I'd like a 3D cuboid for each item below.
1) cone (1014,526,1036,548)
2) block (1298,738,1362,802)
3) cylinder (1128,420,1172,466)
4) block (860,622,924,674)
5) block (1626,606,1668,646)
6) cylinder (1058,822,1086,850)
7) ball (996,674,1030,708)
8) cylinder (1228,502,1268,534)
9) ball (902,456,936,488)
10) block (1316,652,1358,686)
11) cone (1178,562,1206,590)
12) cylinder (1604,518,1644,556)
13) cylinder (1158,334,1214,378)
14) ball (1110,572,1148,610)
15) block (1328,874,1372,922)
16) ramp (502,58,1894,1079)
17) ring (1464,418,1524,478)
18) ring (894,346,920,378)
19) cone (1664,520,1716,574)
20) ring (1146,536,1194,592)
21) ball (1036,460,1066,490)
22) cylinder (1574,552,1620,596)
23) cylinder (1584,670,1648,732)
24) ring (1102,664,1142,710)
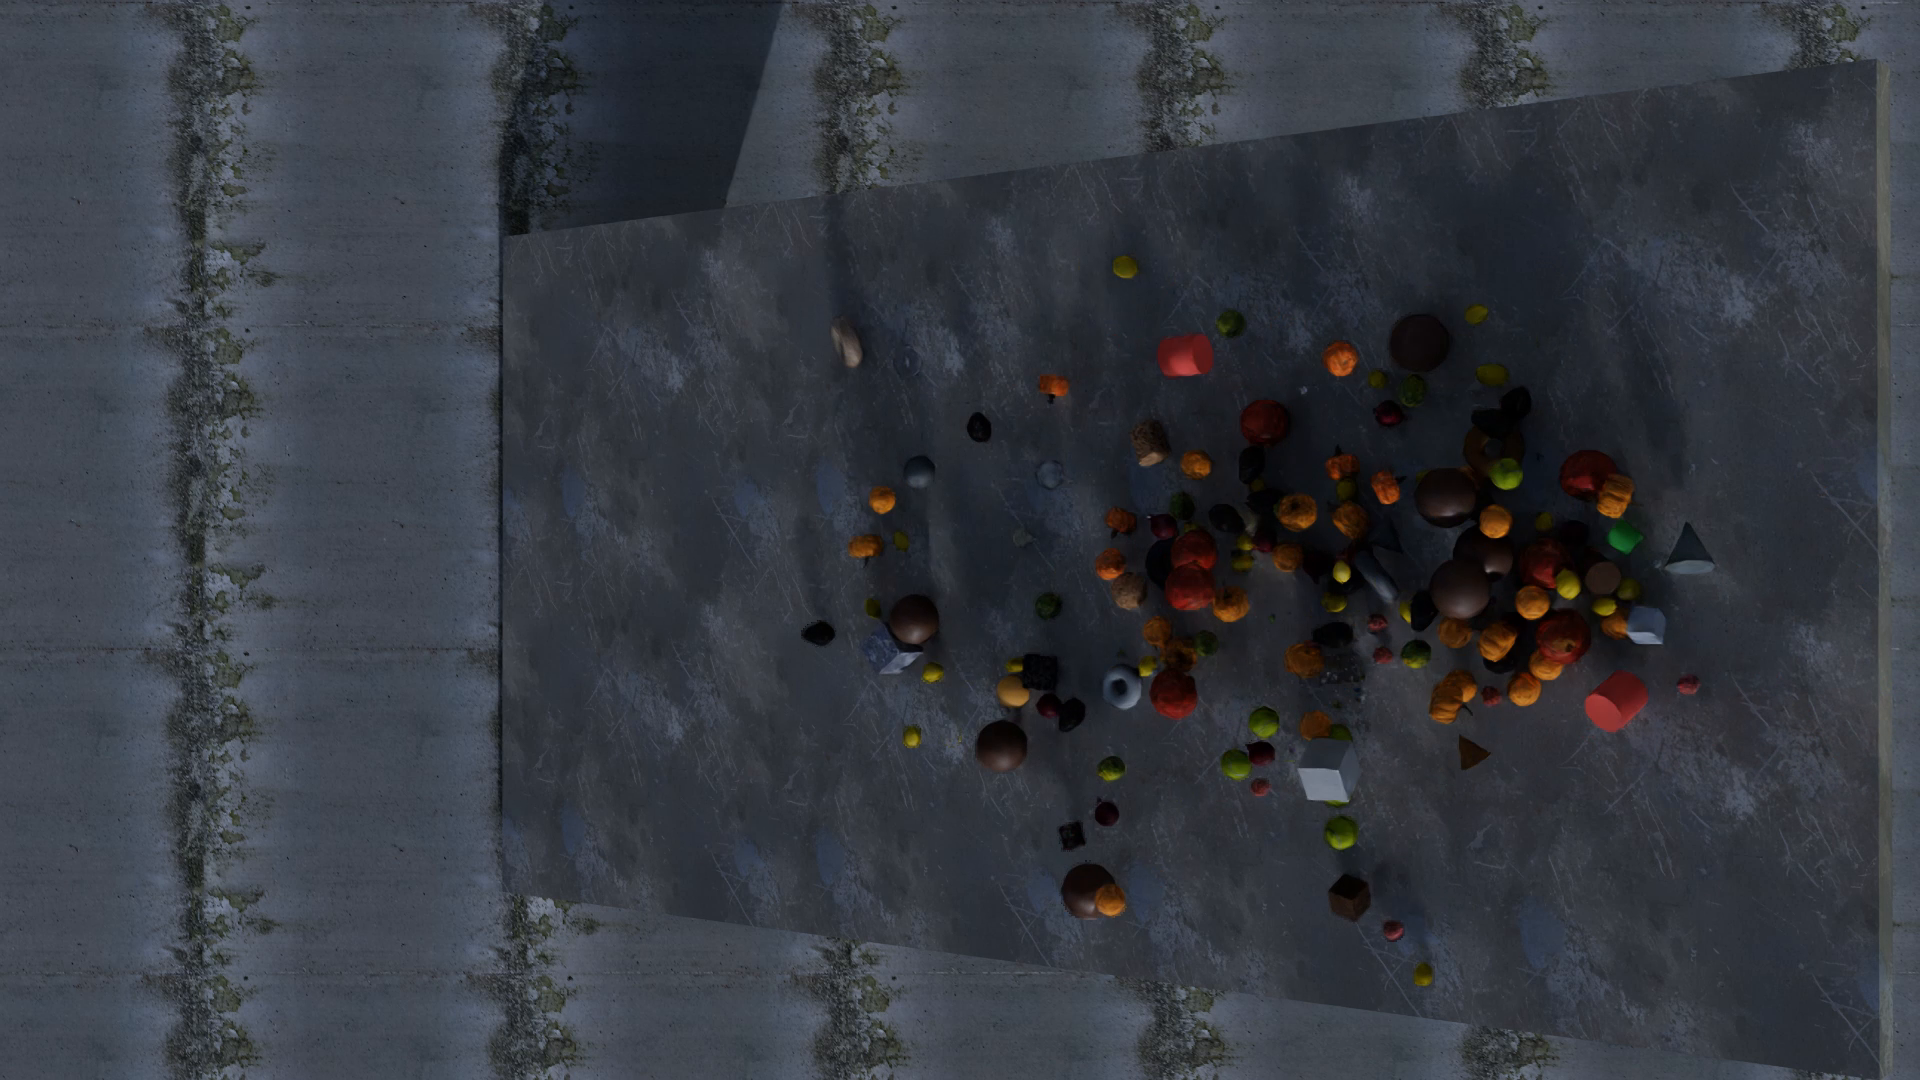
[{"bbox_3d":[0.171,-0.004,5.495,0.053,0.053,0.053,7,89,41],"label":"cone"},{"bbox_3d":[0.811,0.504,4.825,0.095,0.095,0.095,0,128,32],"label":"block"},{"bbox_3d":[0.455,-0.233,5.263,0.082,0.082,0.082,-19,71,0],"label":"cylinder"},{"bbox_3d":[-0.179,0.281,5.733,0.098,0.098,0.098,-43,65,29],"label":"block"},{"bbox_3d":[1.416,0.177,4.537,0.058,0.058,0.058,3,65,39],"label":"block"},{"bbox_3d":[0.275,0.730,5.409,0.054,0.054,0.054,-15,74,0],"label":"cylinder"},{"bbox_3d":[0.133,0.380,5.505,0.085,0.085,0.085,0,90,0],"label":"ball"},{"bbox_3d":[0.670,-0.052,5.109,0.069,0.069,0.069,-5,82,42],"label":"cylinder"},{"bbox_3d":[-0.105,-0.176,5.688,0.086,0.086,0.086,0,90,0],"label":"ball"},{"bbox_3d":[0.854,0.292,4.974,0.065,0.065,0.065,-10,84,37],"label":"block"},{"bbox_3d":[0.553,0.096,5.182,0.068,0.068,0.068,-2,105,-8],"label":"cone"},{"bbox_3d":[1.378,-0.005,4.563,0.057,0.057,0.057,40,90,18],"label":"cylinder"},{"bbox_3d":[0.516,-0.422,5.034,0.093,0.093,0.093,-4,89,37],"label":"cylinder"},{"bbox_3d":[0.403,0.122,5.246,0.088,0.088,0.088,0,90,0],"label":"ball"},{"bbox_3d":[0.876,0.802,4.935,0.064,0.064,0.064,-38,128,-32],"label":"block"},{"bbox_3d":[0.231,0.065,5.549,4.000,0.100,2.000,0,89,37],"label":"ramp"},{"bbox_3d":[1.150,-0.197,4.733,0.130,0.043,0.130,2,95,22],"label":"ring"},{"bbox_3d":[-0.138,-0.465,5.749,0.084,0.028,0.084,5,99,38],"label":"ring"},{"bbox_3d":[1.479,0.008,4.465,0.100,0.100,0.100,2,73,0],"label":"cone"},{"bbox_3d":[0.503,0.058,5.255,0.131,0.044,0.131,1,91,37],"label":"ring"},{"bbox_3d":[0.225,-0.161,5.446,0.075,0.075,0.075,0,90,0],"label":"ball"},{"bbox_3d":[1.319,0.069,4.549,0.073,0.073,0.073,-1,105,-3],"label":"cylinder"},{"bbox_3d":[1.358,0.333,4.550,0.092,0.092,0.092,-35,90,-28],"label":"cylinder"},{"bbox_3d":[0.393,0.357,5.340,0.111,0.037,0.111,-1,89,39],"label":"ring"}]
